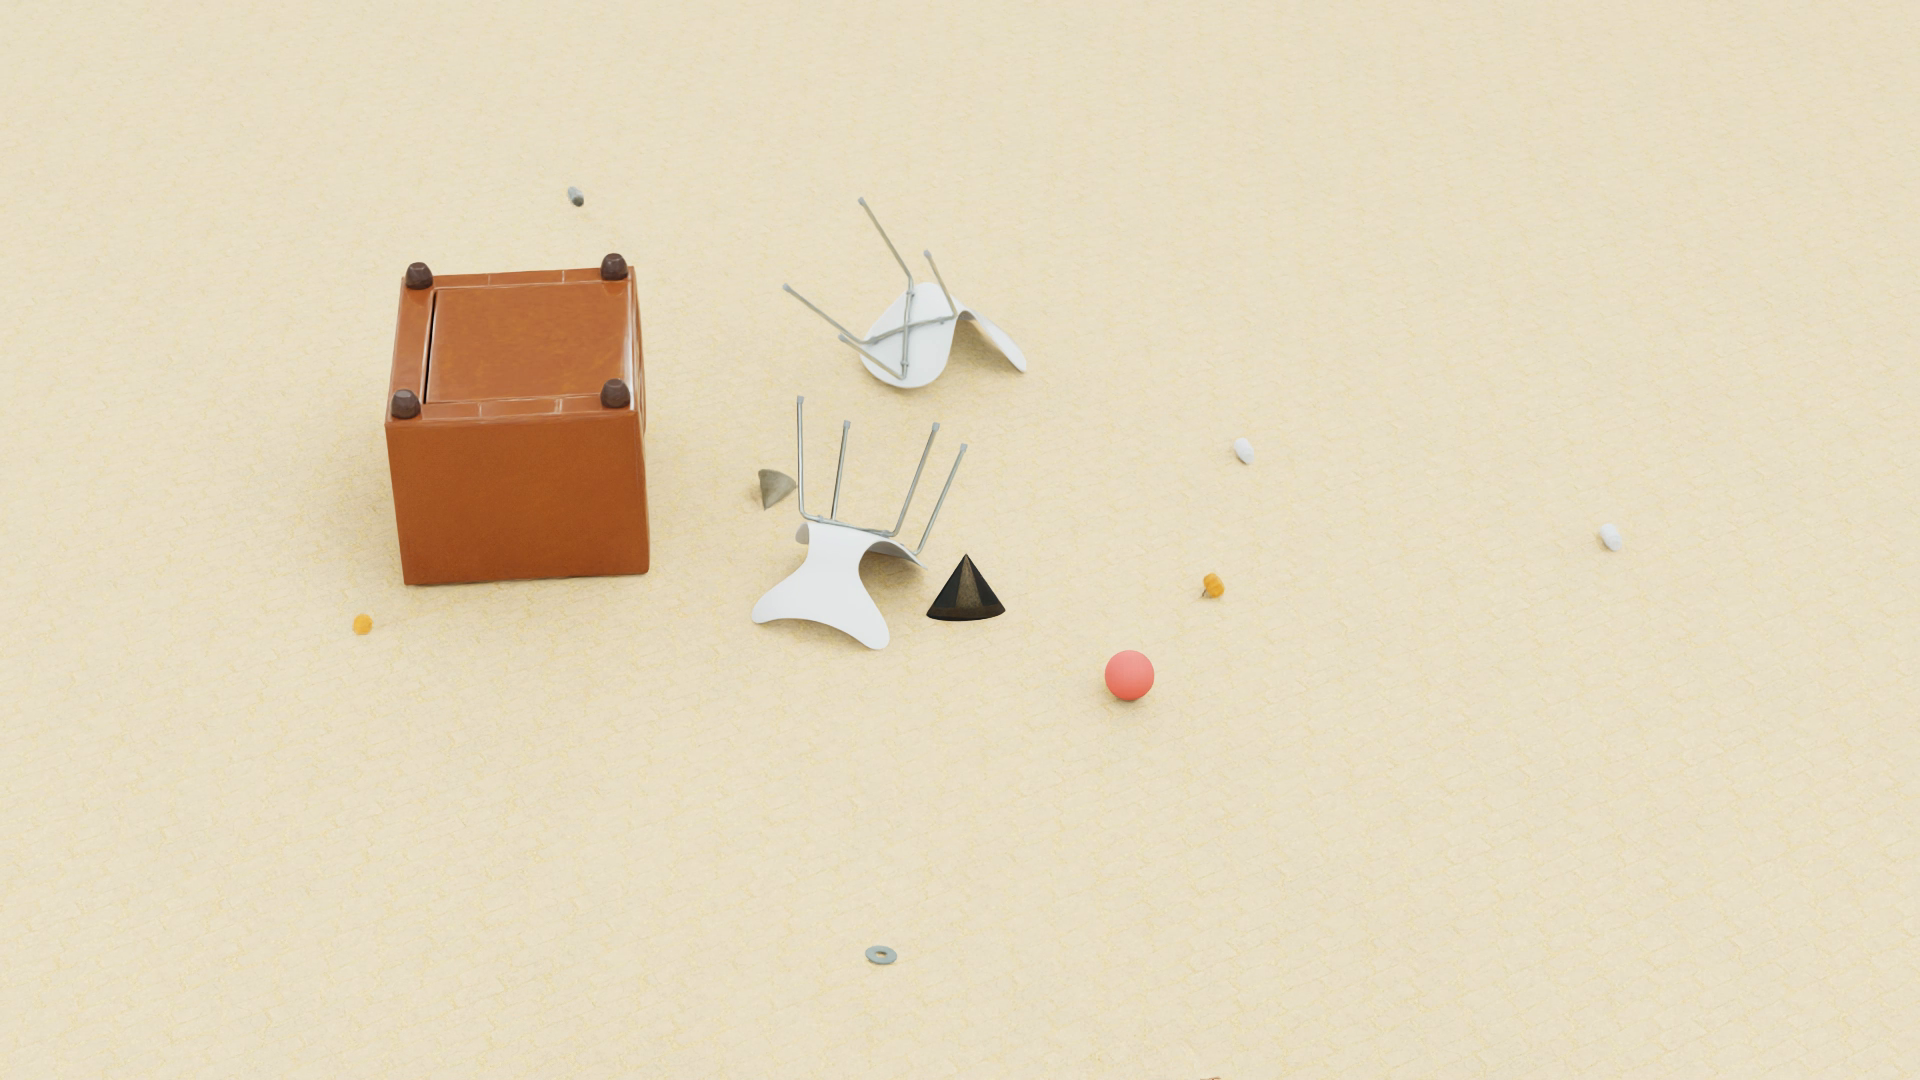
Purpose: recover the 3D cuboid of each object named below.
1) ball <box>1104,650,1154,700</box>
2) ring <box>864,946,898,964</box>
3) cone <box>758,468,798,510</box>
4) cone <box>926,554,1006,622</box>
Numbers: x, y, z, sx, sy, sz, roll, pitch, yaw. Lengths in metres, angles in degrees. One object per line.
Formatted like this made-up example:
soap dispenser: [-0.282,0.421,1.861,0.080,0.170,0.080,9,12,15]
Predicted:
ball: [0.583,0.465,10.082,0.173,0.173,0.173,0,33,0]
ring: [-0.242,1.273,8.998,0.103,0.016,0.078,13,36,19]
cone: [-0.718,-0.170,11.151,0.159,0.114,0.155,21,57,-1]
cone: [0.022,0.152,10.481,0.289,0.256,0.115,-3,33,-5]
